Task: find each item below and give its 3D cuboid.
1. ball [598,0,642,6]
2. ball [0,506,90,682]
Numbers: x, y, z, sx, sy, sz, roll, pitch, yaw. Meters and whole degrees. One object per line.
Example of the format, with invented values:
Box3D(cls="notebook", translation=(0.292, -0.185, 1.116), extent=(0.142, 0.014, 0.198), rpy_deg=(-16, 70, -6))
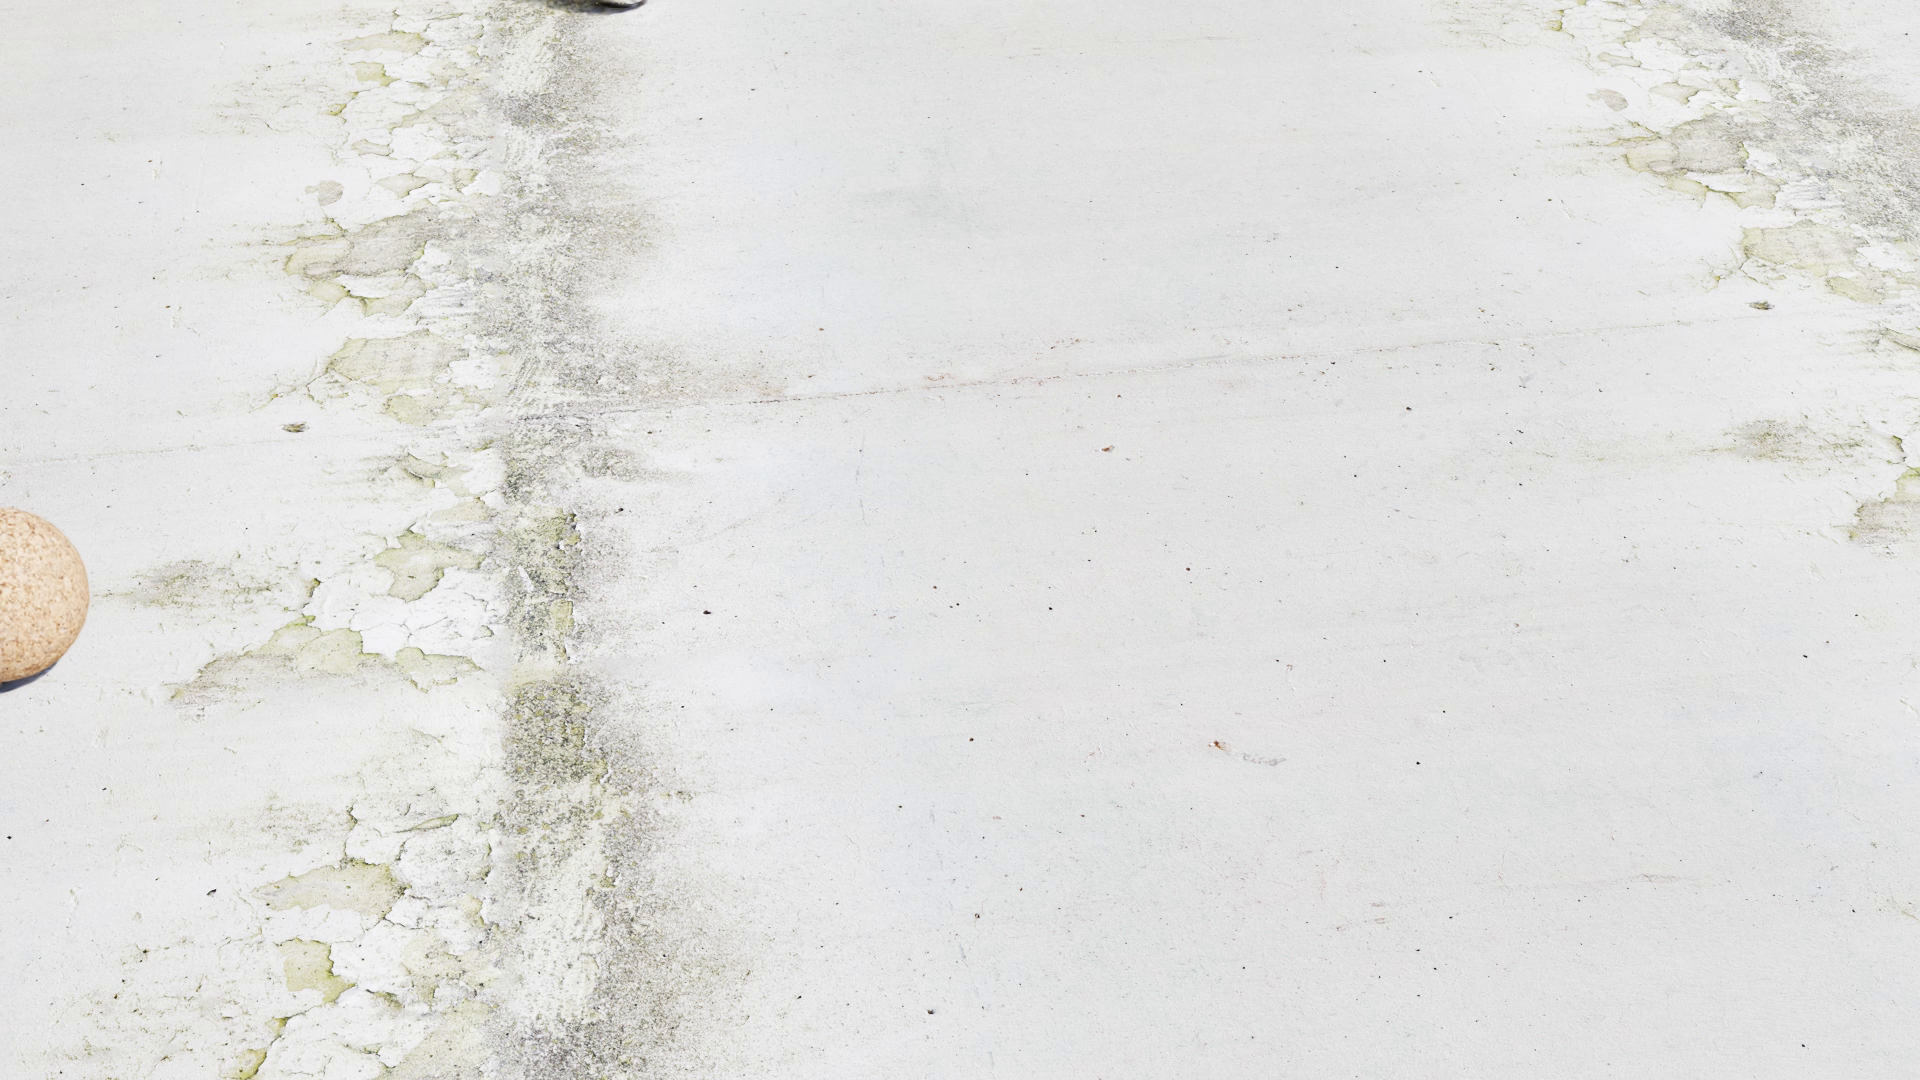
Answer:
Box3D(cls="ball", translation=(-0.287, -0.493, 2.154), extent=(0.087, 0.087, 0.087), rpy_deg=(0, 37, 0))
Box3D(cls="ball", translation=(-0.541, 0.031, 1.442), extent=(0.099, 0.099, 0.099), rpy_deg=(0, 37, 0))
